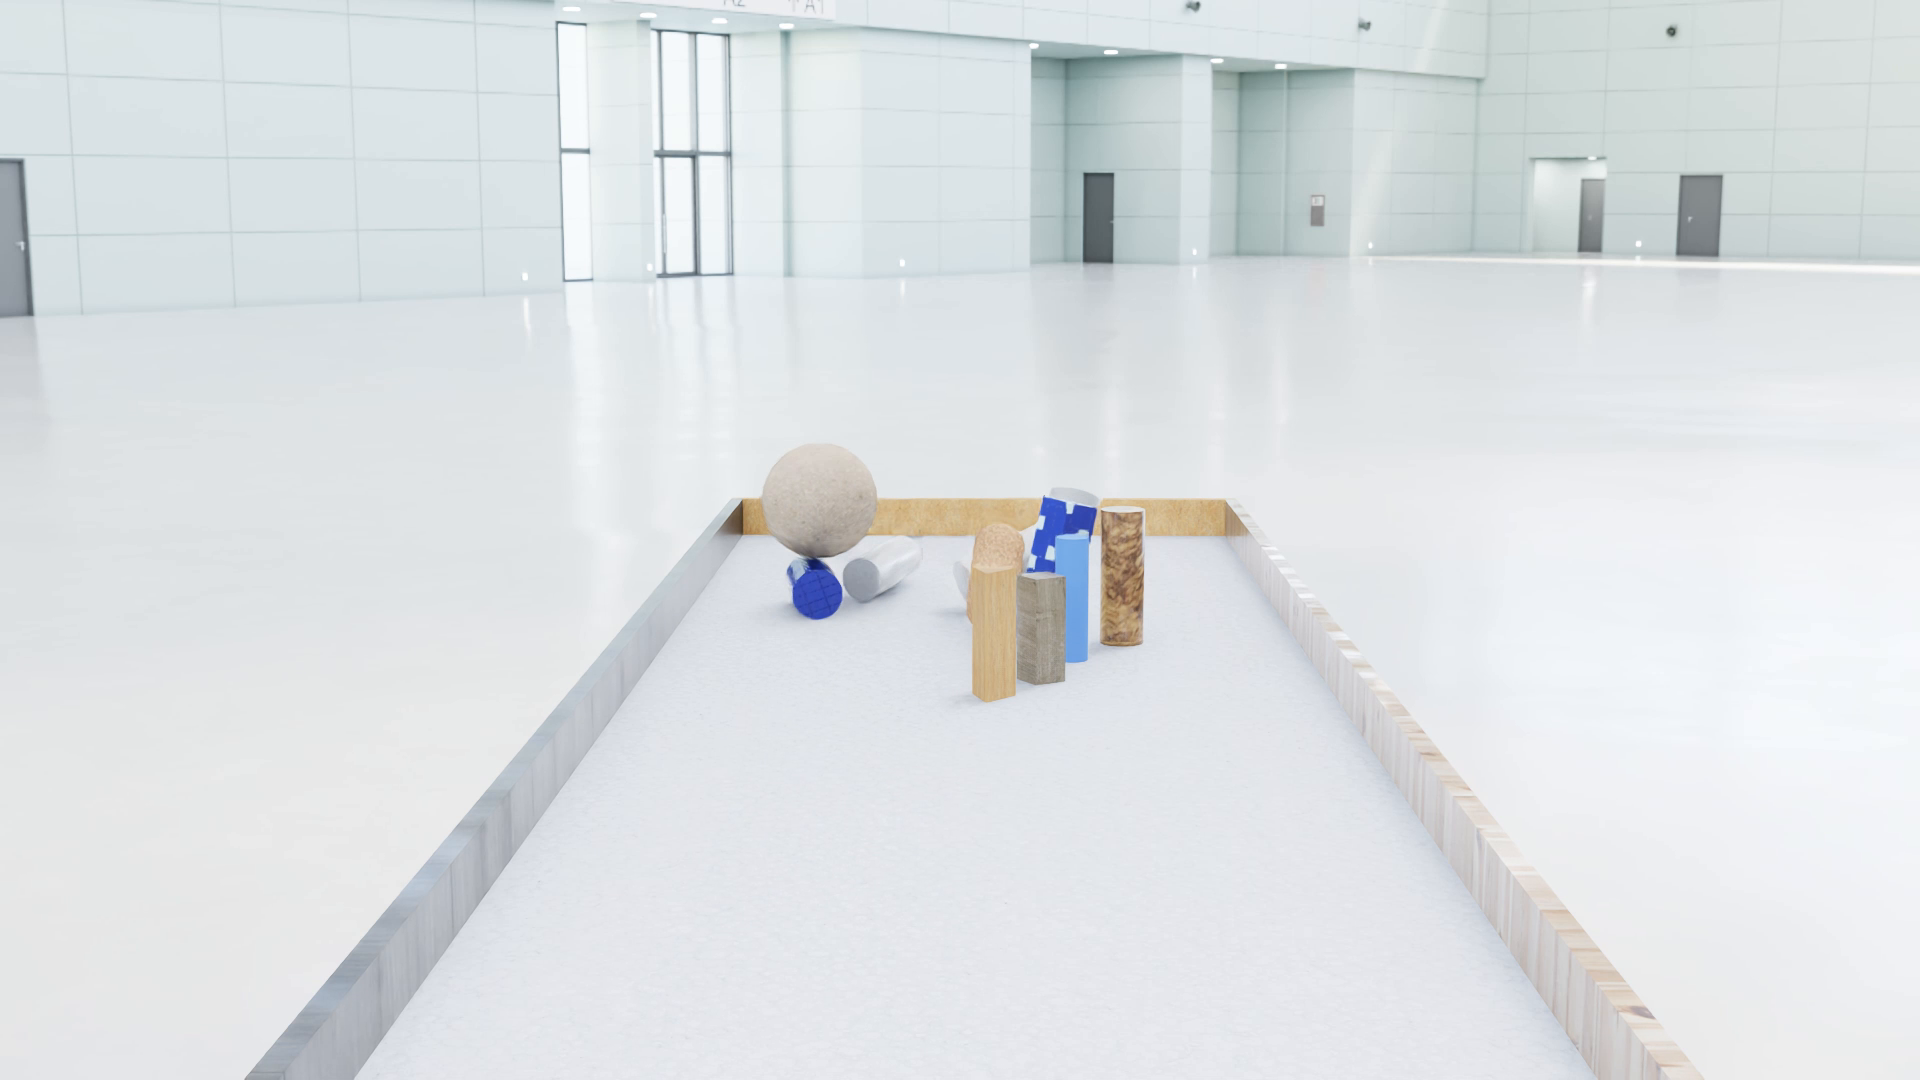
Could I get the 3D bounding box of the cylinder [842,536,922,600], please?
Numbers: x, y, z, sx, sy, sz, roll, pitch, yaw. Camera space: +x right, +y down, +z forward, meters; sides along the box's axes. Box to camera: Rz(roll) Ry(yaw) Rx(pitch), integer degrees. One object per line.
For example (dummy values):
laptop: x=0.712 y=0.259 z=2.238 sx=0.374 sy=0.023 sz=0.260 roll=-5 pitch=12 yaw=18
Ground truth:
cylinder: x=-0.276 y=0.099 z=7.833 sx=0.151 sy=0.151 sz=0.382 roll=3 pitch=13 yaw=20

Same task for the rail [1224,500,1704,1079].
rail: x=1.046 y=0.843 z=3.208 sx=0.050 sy=0.150 sz=12.000 roll=0 pitch=9 yaw=1

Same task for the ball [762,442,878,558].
ball: x=-0.481 y=-0.135 z=7.535 sx=0.397 sy=0.397 sz=0.397 roll=0 pitch=9 yaw=0

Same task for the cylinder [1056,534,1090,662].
cylinder: x=0.340 y=0.177 z=6.683 sx=0.103 sy=0.378 sz=0.103 roll=0 pitch=9 yaw=0

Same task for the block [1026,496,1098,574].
block: x=0.297 y=0.101 z=6.875 sx=0.123 sy=0.447 sz=0.123 roll=10 pitch=4 yaw=-39

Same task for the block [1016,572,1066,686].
block: x=0.236 y=0.256 z=6.402 sx=0.103 sy=0.310 sz=0.103 roll=-5 pitch=11 yaw=-31

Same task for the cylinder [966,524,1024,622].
cylinder: x=0.119 y=0.124 z=7.230 sx=0.170 sy=0.170 sz=0.392 roll=1 pitch=33 yaw=4

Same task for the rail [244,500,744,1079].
rail: x=-1.004 y=0.839 z=3.234 sx=0.050 sy=0.150 sz=12.000 roll=0 pitch=9 yaw=1

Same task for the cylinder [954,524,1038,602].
cylinder: x=0.182 y=0.082 z=7.557 sx=0.373 sy=0.180 sz=0.180 roll=-25 pitch=18 yaw=-21

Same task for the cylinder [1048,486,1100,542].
cylinder: x=0.324 y=0.064 z=7.103 sx=0.168 sy=0.441 sz=0.168 roll=13 pitch=-13 yaw=3

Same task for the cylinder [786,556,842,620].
cylinder: x=-0.499 y=0.158 z=7.479 sx=0.168 sy=0.168 sz=0.318 roll=-1 pitch=9 yaw=-9

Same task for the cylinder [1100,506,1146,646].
cylinder: x=0.512 y=0.114 z=6.934 sx=0.139 sy=0.425 sz=0.139 roll=0 pitch=9 yaw=0

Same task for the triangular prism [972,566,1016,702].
triangular prism: x=0.076 y=0.260 z=6.195 sx=0.107 sy=0.367 sz=0.124 roll=8 pitch=12 yaw=42

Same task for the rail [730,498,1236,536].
rail: x=0.099 y=-0.098 z=9.147 sx=2.100 sy=0.150 sz=0.050 roll=0 pitch=9 yaw=1
